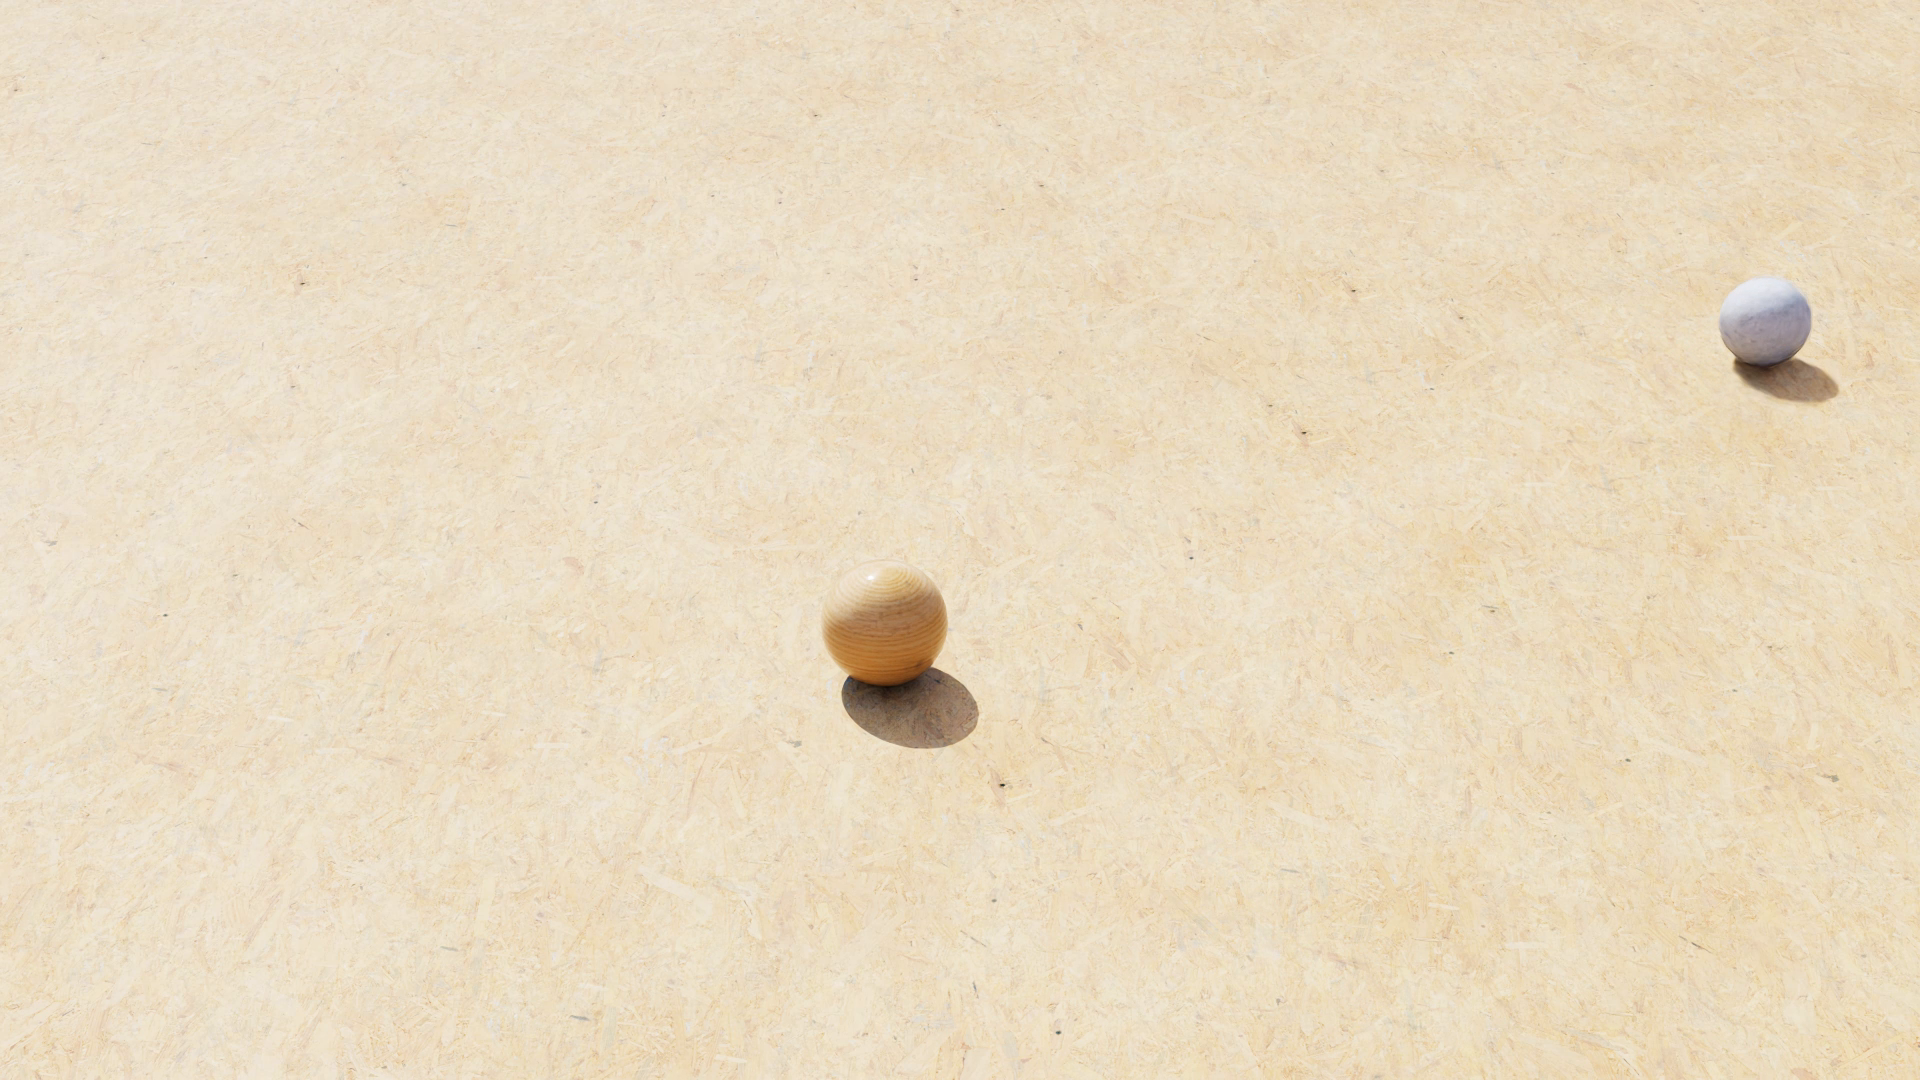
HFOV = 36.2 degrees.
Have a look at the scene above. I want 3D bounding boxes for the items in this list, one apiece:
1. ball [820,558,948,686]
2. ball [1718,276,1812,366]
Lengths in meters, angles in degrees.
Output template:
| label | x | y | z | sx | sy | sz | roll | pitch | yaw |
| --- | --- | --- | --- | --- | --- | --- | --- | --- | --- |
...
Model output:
| label | x | y | z | sx | sy | sz | roll | pitch | yaw |
| --- | --- | --- | --- | --- | --- | --- | --- | --- | --- |
| ball | -0.041 | 0.045 | 1.607 | 0.070 | 0.070 | 0.070 | 0 | 30 | 0 |
| ball | 0.535 | -0.145 | 1.954 | 0.059 | 0.059 | 0.059 | 0 | 30 | 0 |
